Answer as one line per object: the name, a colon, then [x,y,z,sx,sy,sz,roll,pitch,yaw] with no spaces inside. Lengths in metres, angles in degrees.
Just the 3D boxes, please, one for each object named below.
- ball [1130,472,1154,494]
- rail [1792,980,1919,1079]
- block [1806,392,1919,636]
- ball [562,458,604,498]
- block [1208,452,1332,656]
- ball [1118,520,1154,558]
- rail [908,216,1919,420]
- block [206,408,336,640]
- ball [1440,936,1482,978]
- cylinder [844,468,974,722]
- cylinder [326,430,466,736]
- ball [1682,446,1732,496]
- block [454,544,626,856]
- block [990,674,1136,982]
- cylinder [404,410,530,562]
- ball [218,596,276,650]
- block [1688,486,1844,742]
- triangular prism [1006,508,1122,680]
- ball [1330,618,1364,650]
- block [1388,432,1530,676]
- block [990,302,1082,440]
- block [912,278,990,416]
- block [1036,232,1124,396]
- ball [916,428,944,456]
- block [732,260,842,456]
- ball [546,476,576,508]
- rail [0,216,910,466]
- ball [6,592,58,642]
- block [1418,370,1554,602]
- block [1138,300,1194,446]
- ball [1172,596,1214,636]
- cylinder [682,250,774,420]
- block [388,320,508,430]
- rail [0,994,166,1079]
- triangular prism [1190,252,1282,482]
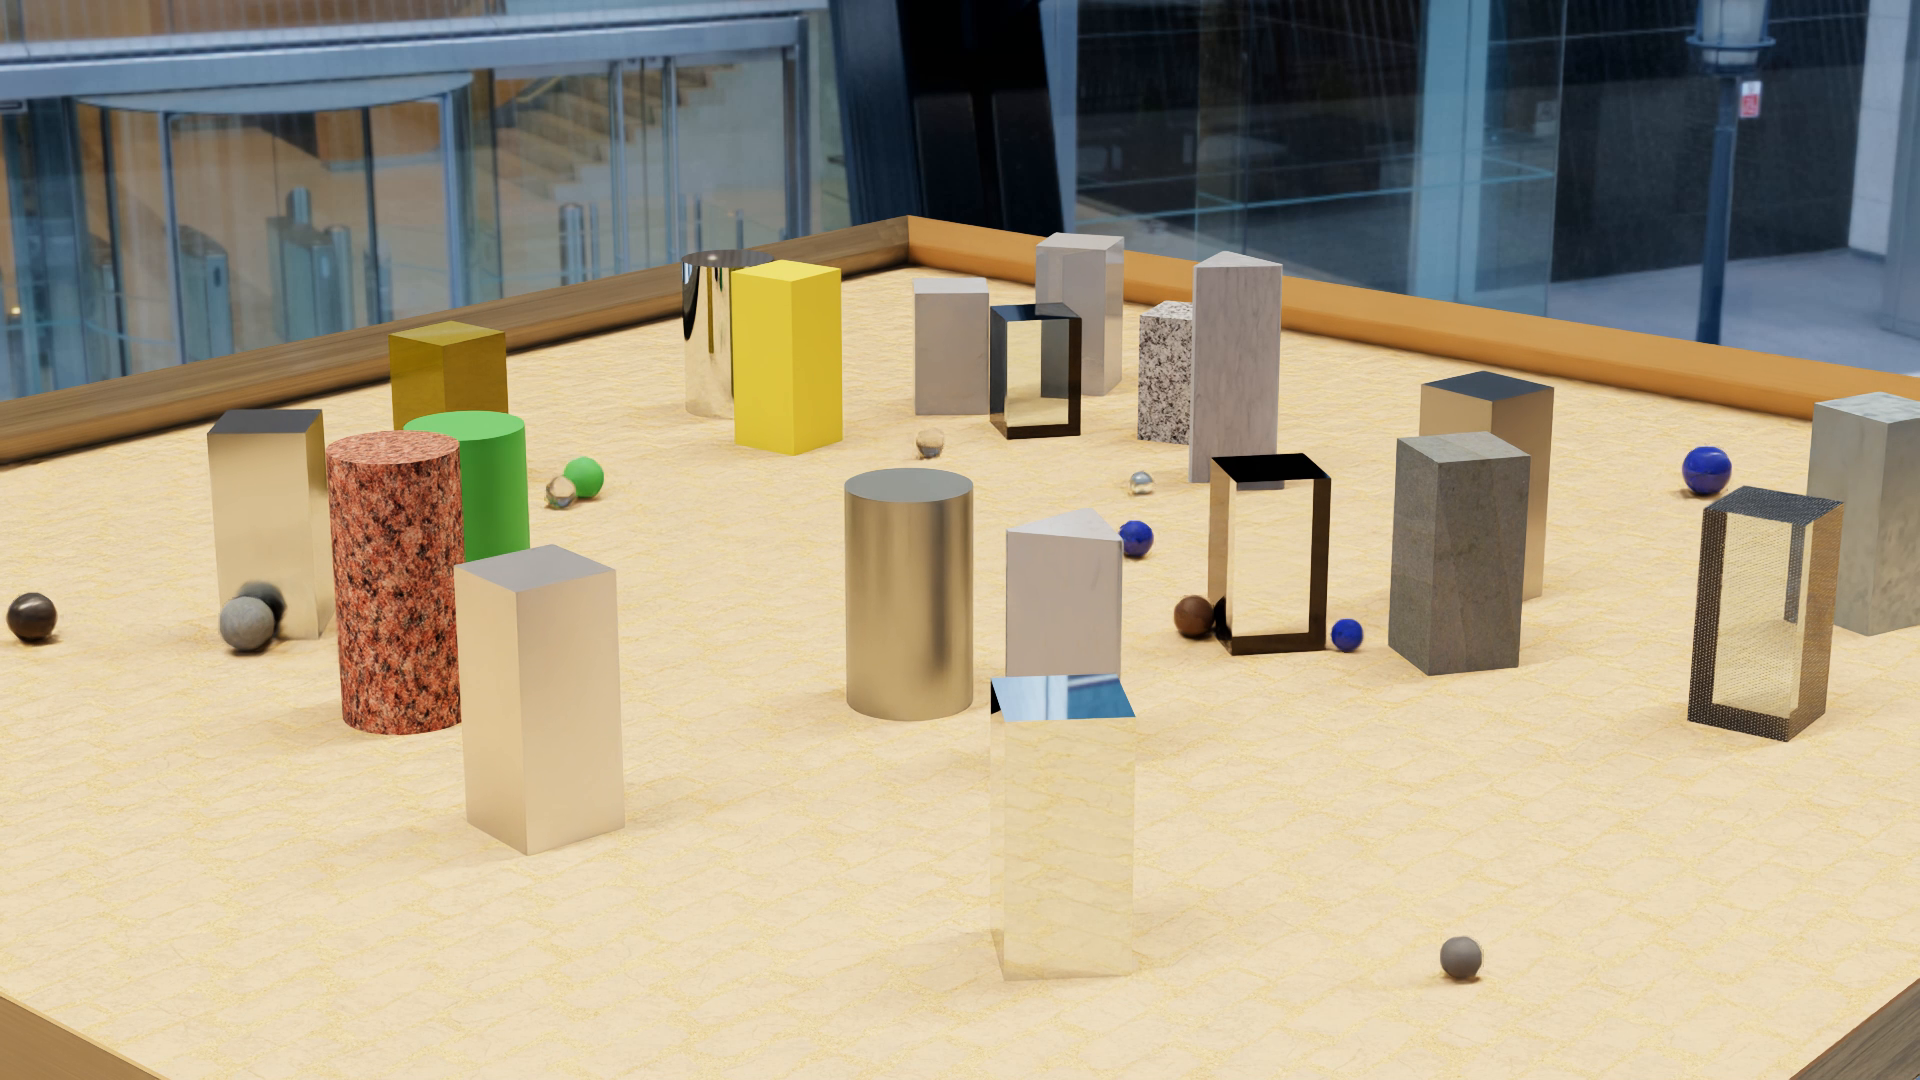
ball: [0.356,-0.111,5.746,0.047,0.047,0.047,0,17,0]
rail: [1.517,0.412,3.859,0.045,0.130,4.252,14,22,39]
block: [1.549,-0.046,4.969,0.160,0.369,0.160,-10,19,-30]
ball: [-0.734,-0.121,5.719,0.081,0.081,0.081,0,17,0]
block: [0.511,0.023,4.868,0.160,0.296,0.160,-3,17,-10]
ball: [0.321,-0.003,5.348,0.067,0.067,0.067,0,17,0]
rail: [1.378,-0.425,6.640,4.065,0.130,0.045,14,22,39]
block: [-1.154,-0.026,4.924,0.160,0.358,0.160,0,17,-2]
ball: [0.622,0.518,3.643,0.053,0.053,0.053,0,17,0]
cylinder: [-0.079,0.083,4.572,0.200,0.351,0.200,0,17,0]
cylinder: [-0.859,0.064,4.503,0.200,0.428,0.200,0,17,0]
ball: [1.463,-0.137,5.742,0.097,0.097,0.097,0,17,0]
block: [-0.583,0.219,4.070,0.160,0.380,0.160,-14,21,-38]
block: [0.126,0.358,3.672,0.160,0.343,0.160,-2,17,-5]
cylinder: [-0.826,-0.025,4.939,0.200,0.346,0.200,0,17,0]
ball: [-1.177,0.138,4.842,0.090,0.090,0.090,0,17,0]
block: [1.235,0.111,4.496,0.160,0.342,0.160,12,20,34]
triangular prism: [0.172,0.141,4.378,0.173,0.352,0.150,5,17,16]
ball: [0.640,0.156,4.844,0.055,0.055,0.055,0,17,0]
block: [0.810,0.020,4.770,0.160,0.356,0.160,-5,17,-15]
block: [0.159,-0.359,6.209,0.160,0.253,0.160,-4,17,-12]
block: [-0.021,-0.423,6.393,0.160,0.270,0.160,-1,17,-2]
block: [0.267,-0.506,6.562,0.160,0.331,0.160,5,18,17]
ball: [-0.062,-0.201,6.024,0.058,0.058,0.058,0,17,0]
block: [-0.358,-0.380,6.084,0.160,0.365,0.160,12,21,35]
ball: [-0.771,-0.093,5.662,0.060,0.060,0.060,0,17,0]
rail: [-1.517,-0.347,6.381,0.045,0.130,4.252,14,22,39]
ball: [-1.547,0.129,4.887,0.082,0.082,0.082,0,17,0]
block: [0.906,-0.085,5.088,0.160,0.376,0.160,-13,21,-37]
block: [0.478,-0.350,6.158,0.160,0.266,0.160,7,18,22]
ball: [0.392,0.128,4.912,0.070,0.070,0.070,0,17,0]
cylinder: [-0.501,-0.448,6.370,0.200,0.332,0.200,0,17,0]
block: [-1.005,-0.259,5.787,0.160,0.306,0.160,14,21,38]
rail: [-1.378,0.490,3.600,4.065,0.130,0.045,14,22,39]
triangular prism: [0.536,-0.347,5.850,0.173,0.437,0.150,-2,17,-5]
